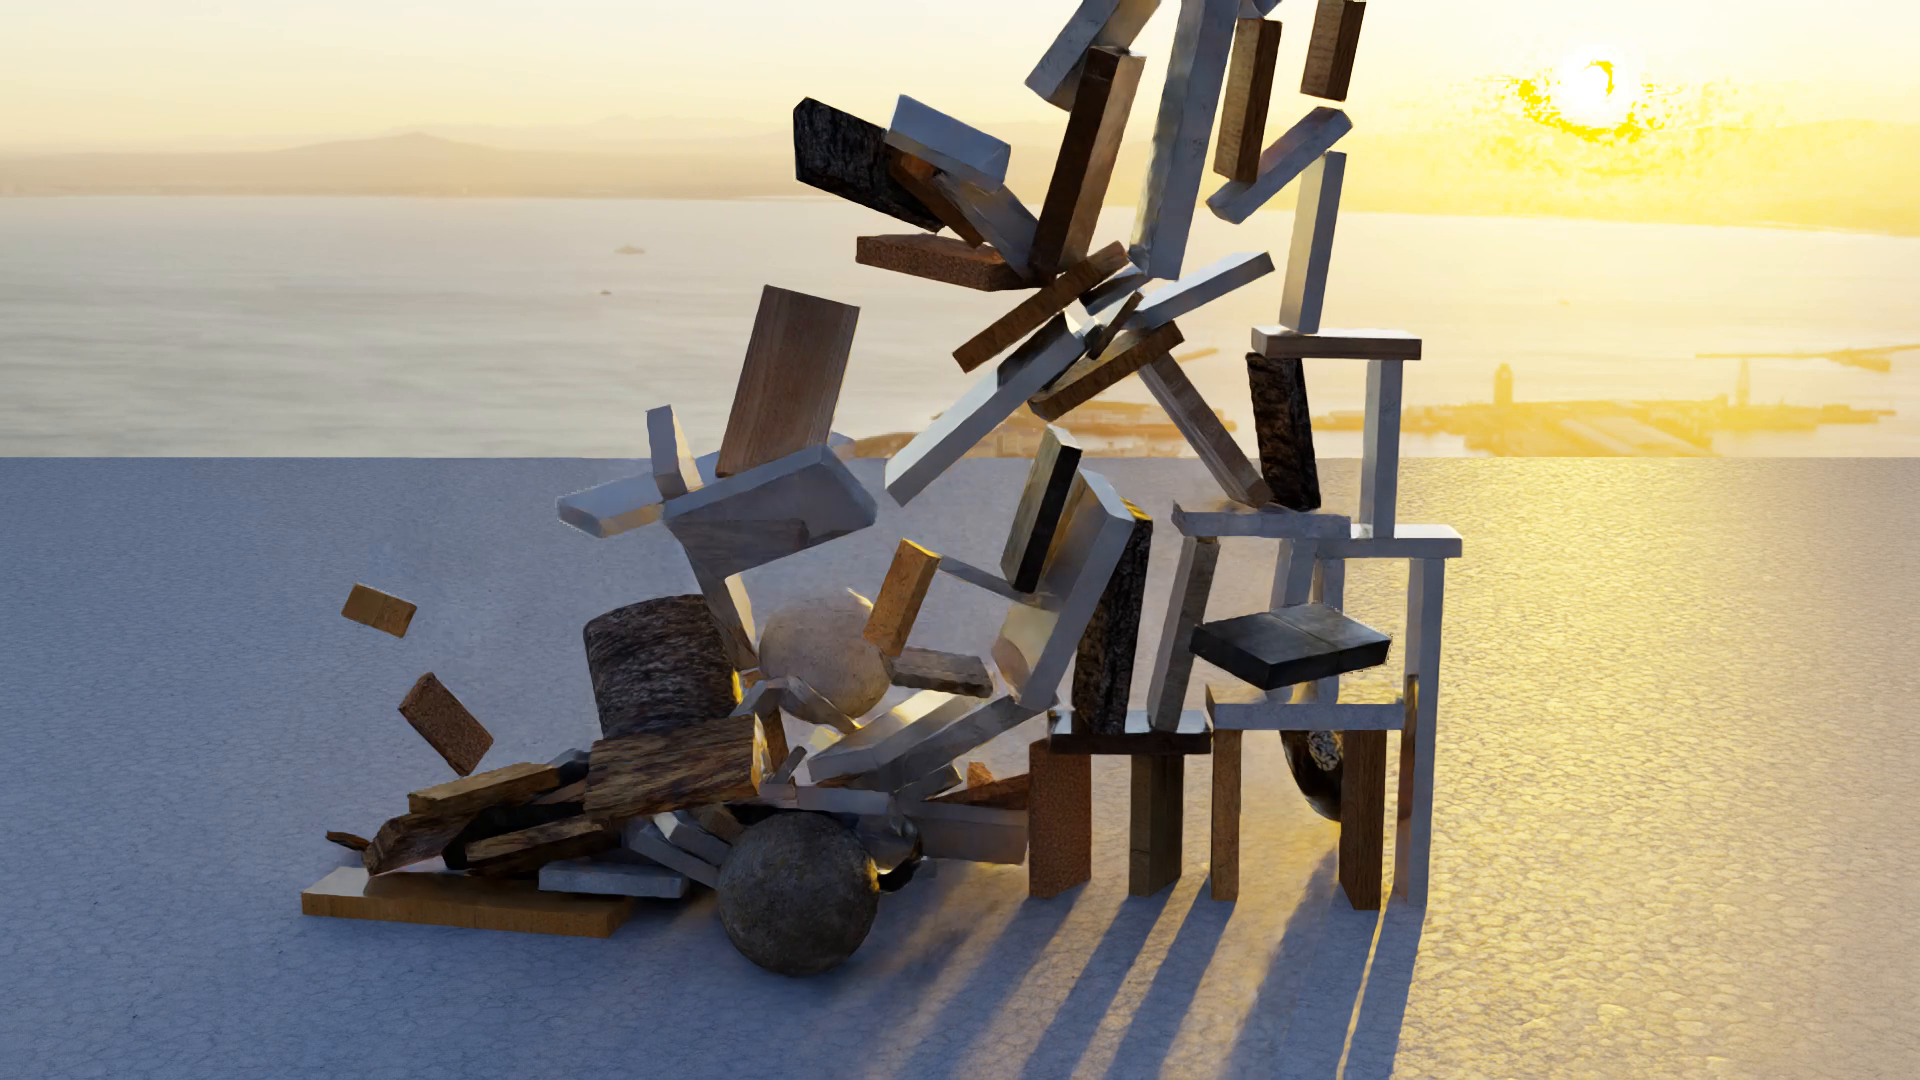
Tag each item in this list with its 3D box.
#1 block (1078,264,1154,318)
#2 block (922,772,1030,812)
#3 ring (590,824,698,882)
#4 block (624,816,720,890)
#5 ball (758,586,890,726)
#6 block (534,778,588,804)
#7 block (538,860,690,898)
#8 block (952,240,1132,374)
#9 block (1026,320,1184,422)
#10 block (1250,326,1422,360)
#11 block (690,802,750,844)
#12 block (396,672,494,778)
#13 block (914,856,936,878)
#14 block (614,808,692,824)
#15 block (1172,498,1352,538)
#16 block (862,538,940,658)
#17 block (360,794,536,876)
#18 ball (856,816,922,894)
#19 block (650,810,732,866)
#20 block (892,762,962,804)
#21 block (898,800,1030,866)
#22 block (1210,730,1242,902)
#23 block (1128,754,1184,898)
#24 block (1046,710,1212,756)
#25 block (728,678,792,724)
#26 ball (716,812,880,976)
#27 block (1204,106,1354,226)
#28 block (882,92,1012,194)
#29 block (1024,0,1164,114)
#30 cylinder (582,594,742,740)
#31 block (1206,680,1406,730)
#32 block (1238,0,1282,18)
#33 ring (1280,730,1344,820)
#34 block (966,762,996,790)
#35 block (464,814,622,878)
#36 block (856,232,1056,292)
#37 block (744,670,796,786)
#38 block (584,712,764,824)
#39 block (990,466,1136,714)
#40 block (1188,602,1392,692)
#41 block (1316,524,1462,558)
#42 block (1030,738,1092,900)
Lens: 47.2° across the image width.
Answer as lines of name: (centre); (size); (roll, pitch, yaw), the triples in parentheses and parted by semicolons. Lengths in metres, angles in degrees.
block: (0.248, -0.393, 3.402); (0.131, 0.018, 0.065); (-31, 19, 5)
block: (0.060, 0.469, 3.778); (0.229, 0.114, 0.032); (-17, 39, 16)
ring: (-0.505, 0.525, 3.778); (0.264, 0.088, 0.264); (0, 8, 0)
block: (-0.437, 0.526, 3.609); (0.227, 0.032, 0.113); (28, 0, -14)
ball: (-0.238, 0.208, 3.947); (0.248, 0.248, 0.248); (0, 11, 0)
block: (-0.643, 0.444, 3.879); (0.218, 0.031, 0.109); (-23, -16, 10)
block: (-0.560, 0.550, 3.568); (0.227, 0.032, 0.113); (3, 0, 0)
block: (0.127, -0.362, 3.416); (0.280, 0.040, 0.140); (-33, 2, 30)
block: (0.224, -0.270, 3.448); (0.247, 0.035, 0.123); (-31, 14, -3)
block: (0.594, -0.312, 3.484); (0.246, 0.035, 0.123); (1, 12, -4)
block: (-0.331, 0.503, 3.671); (0.248, 0.035, 0.124); (31, -1, -15)
block: (-0.843, 0.303, 3.608); (0.023, 0.162, 0.081); (-17, 32, 38)
block: (-0.111, 0.560, 3.775); (0.140, 0.020, 0.070); (0, 11, -1)
block: (-0.481, 0.423, 3.734); (0.248, 0.124, 0.035); (3, 20, 2)
block: (0.484, -0.035, 3.544); (0.267, 0.038, 0.134); (1, 11, -3)
block: (-0.095, 0.092, 3.516); (0.024, 0.172, 0.086); (18, 8, -35)
block: (-0.856, 0.483, 3.687); (0.265, 0.037, 0.132); (-13, -25, -42)
ball: (-0.133, 0.518, 3.664); (0.143, 0.143, 0.143); (0, 11, 0)
block: (-0.384, 0.512, 3.631); (0.248, 0.035, 0.124); (31, -1, -24)
block: (-0.105, 0.456, 3.814); (0.229, 0.032, 0.114); (-28, -9, -3)
block: (0.002, 0.500, 3.758); (0.229, 0.114, 0.032); (6, 46, -2)
block: (0.445, 0.433, 3.681); (0.043, 0.304, 0.152); (1, 11, 5)
block: (0.330, 0.454, 3.687); (0.037, 0.260, 0.130); (7, 13, 30)
block: (0.276, 0.316, 3.615); (0.260, 0.037, 0.130); (0, 12, -1)
block: (-0.357, 0.298, 3.715); (0.022, 0.155, 0.077); (47, 19, 22)
ball: (-0.244, 0.532, 3.312); (0.245, 0.245, 0.245); (0, 11, 0)
block: (0.493, -0.582, 3.407); (0.233, 0.033, 0.117); (-40, 17, 2)
block: (-0.017, -0.600, 3.327); (0.190, 0.027, 0.095); (23, 45, -12)
block: (0.240, -0.807, 3.347); (0.048, 0.338, 0.169); (41, 14, 13)
cylinder: (-0.522, 0.258, 3.911); (0.253, 0.253, 0.253); (-13, -15, -3)
block: (0.563, 0.270, 3.608); (0.304, 0.043, 0.152); (0, 11, 1)
block: (0.517, -0.882, 3.325); (0.242, 0.034, 0.121); (-41, 19, -2)
ring: (0.671, 0.381, 4.044); (0.094, 0.283, 0.283); (-21, 2, 23)
block: (0.042, 0.475, 4.032); (0.026, 0.091, 0.182); (3, 10, -11)
block: (-0.681, 0.501, 3.604); (0.227, 0.032, 0.113); (-15, -24, 3)
block: (-0.008, -0.449, 3.540); (0.153, 0.043, 0.307); (-10, 21, -43)
block: (-0.346, 0.375, 4.065); (0.035, 0.249, 0.125); (-17, 34, -12)
block: (-0.422, 0.338, 3.249); (0.257, 0.036, 0.129); (-11, 44, 10)
block: (0.162, 0.080, 3.526); (0.050, 0.354, 0.177); (16, 21, -22)
block: (0.442, 0.140, 2.930); (0.262, 0.037, 0.131); (-8, 26, -44)
block: (0.686, 0.002, 3.566); (0.233, 0.033, 0.117); (0, 11, 0)
block: (0.169, 0.455, 3.680); (0.037, 0.260, 0.130); (7, 13, 37)
